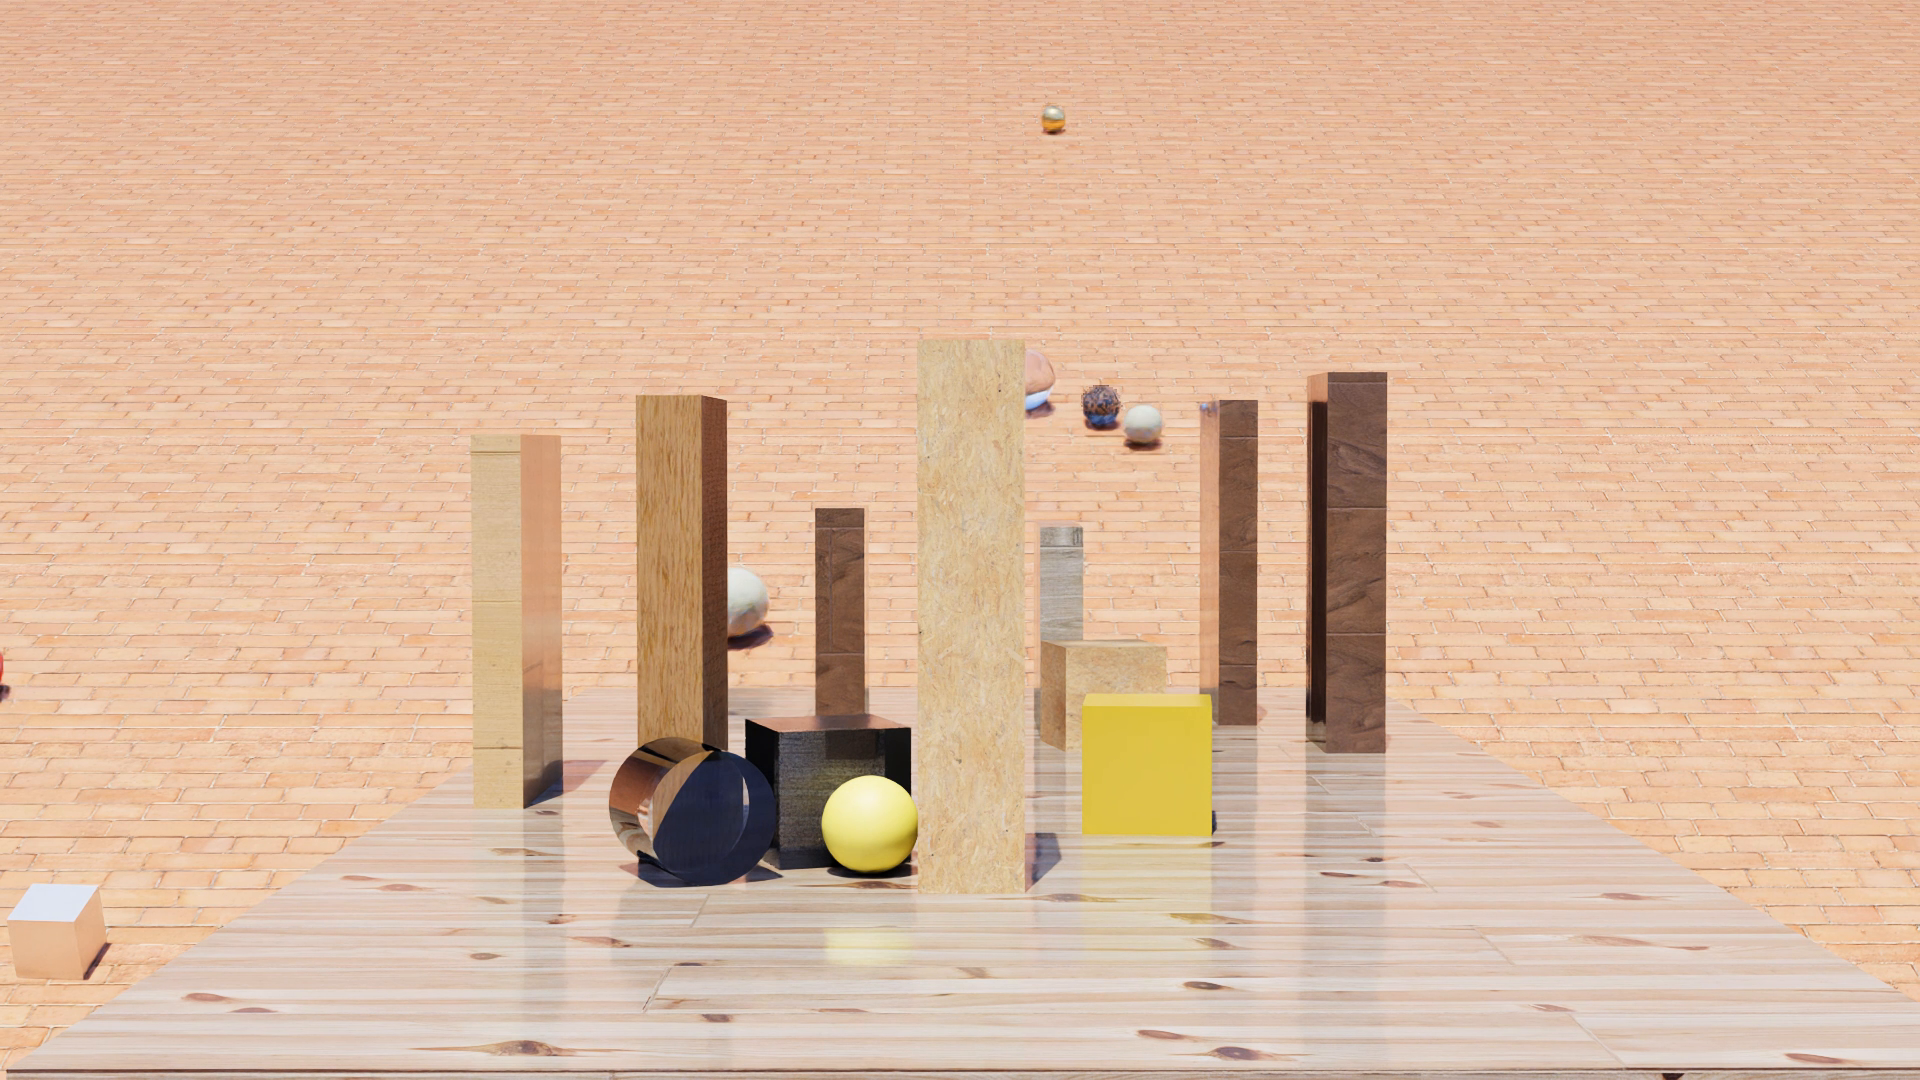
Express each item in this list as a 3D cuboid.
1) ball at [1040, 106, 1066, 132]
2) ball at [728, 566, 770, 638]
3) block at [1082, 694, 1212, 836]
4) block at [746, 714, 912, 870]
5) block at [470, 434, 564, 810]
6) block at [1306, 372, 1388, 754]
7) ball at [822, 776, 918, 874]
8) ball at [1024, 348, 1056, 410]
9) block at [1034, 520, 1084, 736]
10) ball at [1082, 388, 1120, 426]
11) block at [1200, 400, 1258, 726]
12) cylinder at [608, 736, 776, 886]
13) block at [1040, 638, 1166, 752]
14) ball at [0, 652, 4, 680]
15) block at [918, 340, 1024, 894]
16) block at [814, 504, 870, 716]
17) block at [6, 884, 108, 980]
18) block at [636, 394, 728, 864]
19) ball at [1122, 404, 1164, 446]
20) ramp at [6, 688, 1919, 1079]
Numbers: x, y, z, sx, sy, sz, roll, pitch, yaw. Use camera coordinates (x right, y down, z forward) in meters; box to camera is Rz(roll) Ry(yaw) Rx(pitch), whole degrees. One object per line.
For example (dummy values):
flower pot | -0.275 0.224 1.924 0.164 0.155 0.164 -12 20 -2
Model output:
ball | 0.427 -1.927 11.796 0.117 0.117 0.117 0 24 0
ball | -0.614 0.170 6.995 0.194 0.194 0.194 0 24 0
block | 0.304 0.360 4.166 0.204 0.204 0.204 0 2 5
block | -0.199 0.374 3.856 0.201 0.201 0.201 -1 2 -19
block | -0.782 0.131 4.573 0.084 0.635 0.444 0 2 0
block | 0.790 0.041 5.280 0.119 0.761 0.300 0 2 0
ball | -0.129 0.409 3.701 0.141 0.141 0.141 0 24 0
ball | 0.212 -0.534 8.559 0.207 0.207 0.207 0 24 0
block | 0.213 0.187 5.605 0.090 0.445 0.442 0 2 0
ball | 0.464 -0.438 8.443 0.126 0.126 0.126 0 24 0
block | 0.610 0.042 5.869 0.085 0.715 0.441 0 2 0
cylinder | -0.384 0.386 3.683 0.190 0.190 0.190 -11 6 -23
block | 0.293 0.317 5.289 0.210 0.210 0.210 0 2 -12
ball | -2.566 0.327 6.672 0.169 0.169 0.169 0 24 0
block | 0.015 0.101 3.656 0.147 0.759 0.266 0 2 0
block | -0.238 0.178 5.239 0.098 0.492 0.264 0 2 0
block | -1.942 0.842 5.545 0.146 0.146 0.146 1 24 3
block | -0.427 0.124 3.992 0.096 0.689 0.423 0 2 0
ball | 0.589 -0.370 8.284 0.131 0.131 0.131 0 24 0
ramp | 0.055 0.499 4.546 2.000 0.100 4.000 0 2 0
